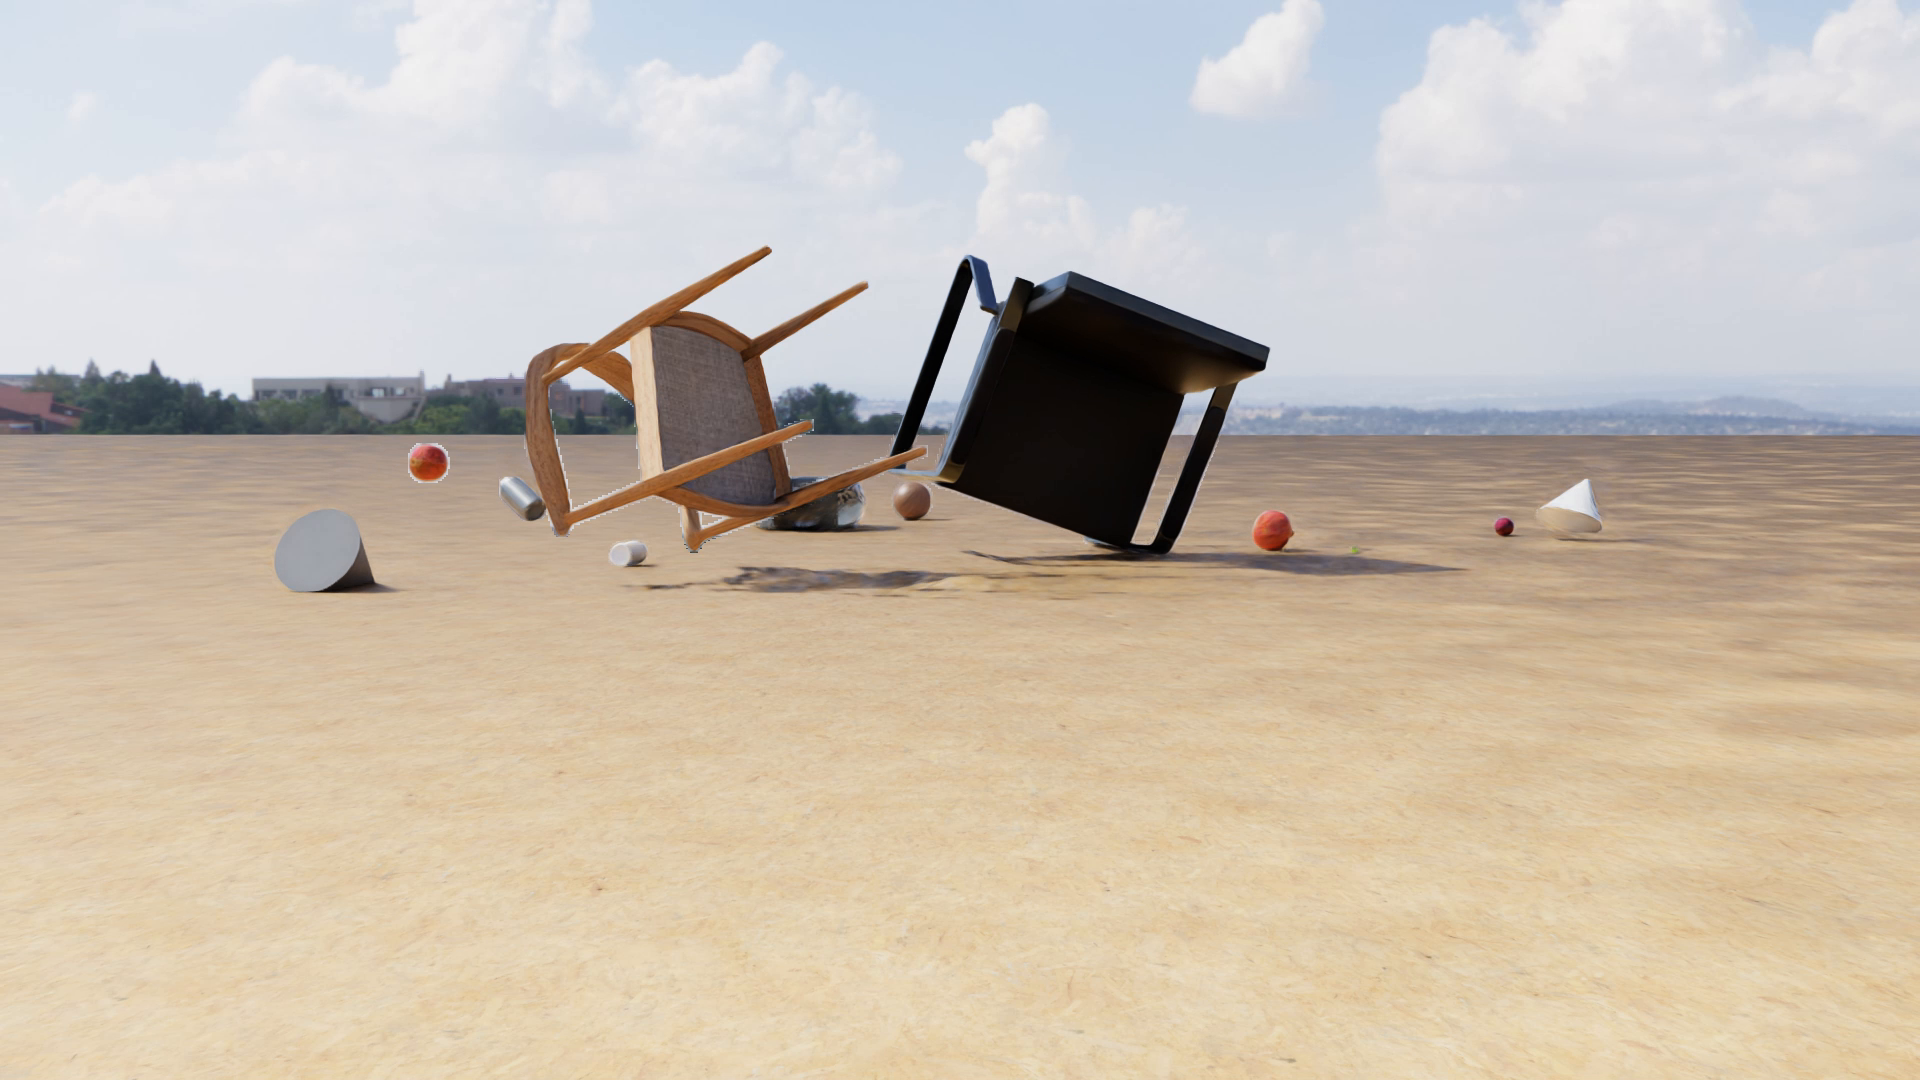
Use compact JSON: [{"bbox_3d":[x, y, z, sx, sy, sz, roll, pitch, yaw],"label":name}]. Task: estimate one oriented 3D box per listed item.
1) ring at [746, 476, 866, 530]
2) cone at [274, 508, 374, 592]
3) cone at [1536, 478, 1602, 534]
[{"bbox_3d":[-0.499,-0.120,7.101,0.387,0.165,0.402,-2,3,-13],"label":"ring"},{"bbox_3d":[-1.393,0.061,4.997,0.214,0.188,0.256,-27,-22,6],"label":"cone"},{"bbox_3d":[1.824,-0.122,6.486,0.151,0.147,0.245,33,-13,-23],"label":"cone"}]
